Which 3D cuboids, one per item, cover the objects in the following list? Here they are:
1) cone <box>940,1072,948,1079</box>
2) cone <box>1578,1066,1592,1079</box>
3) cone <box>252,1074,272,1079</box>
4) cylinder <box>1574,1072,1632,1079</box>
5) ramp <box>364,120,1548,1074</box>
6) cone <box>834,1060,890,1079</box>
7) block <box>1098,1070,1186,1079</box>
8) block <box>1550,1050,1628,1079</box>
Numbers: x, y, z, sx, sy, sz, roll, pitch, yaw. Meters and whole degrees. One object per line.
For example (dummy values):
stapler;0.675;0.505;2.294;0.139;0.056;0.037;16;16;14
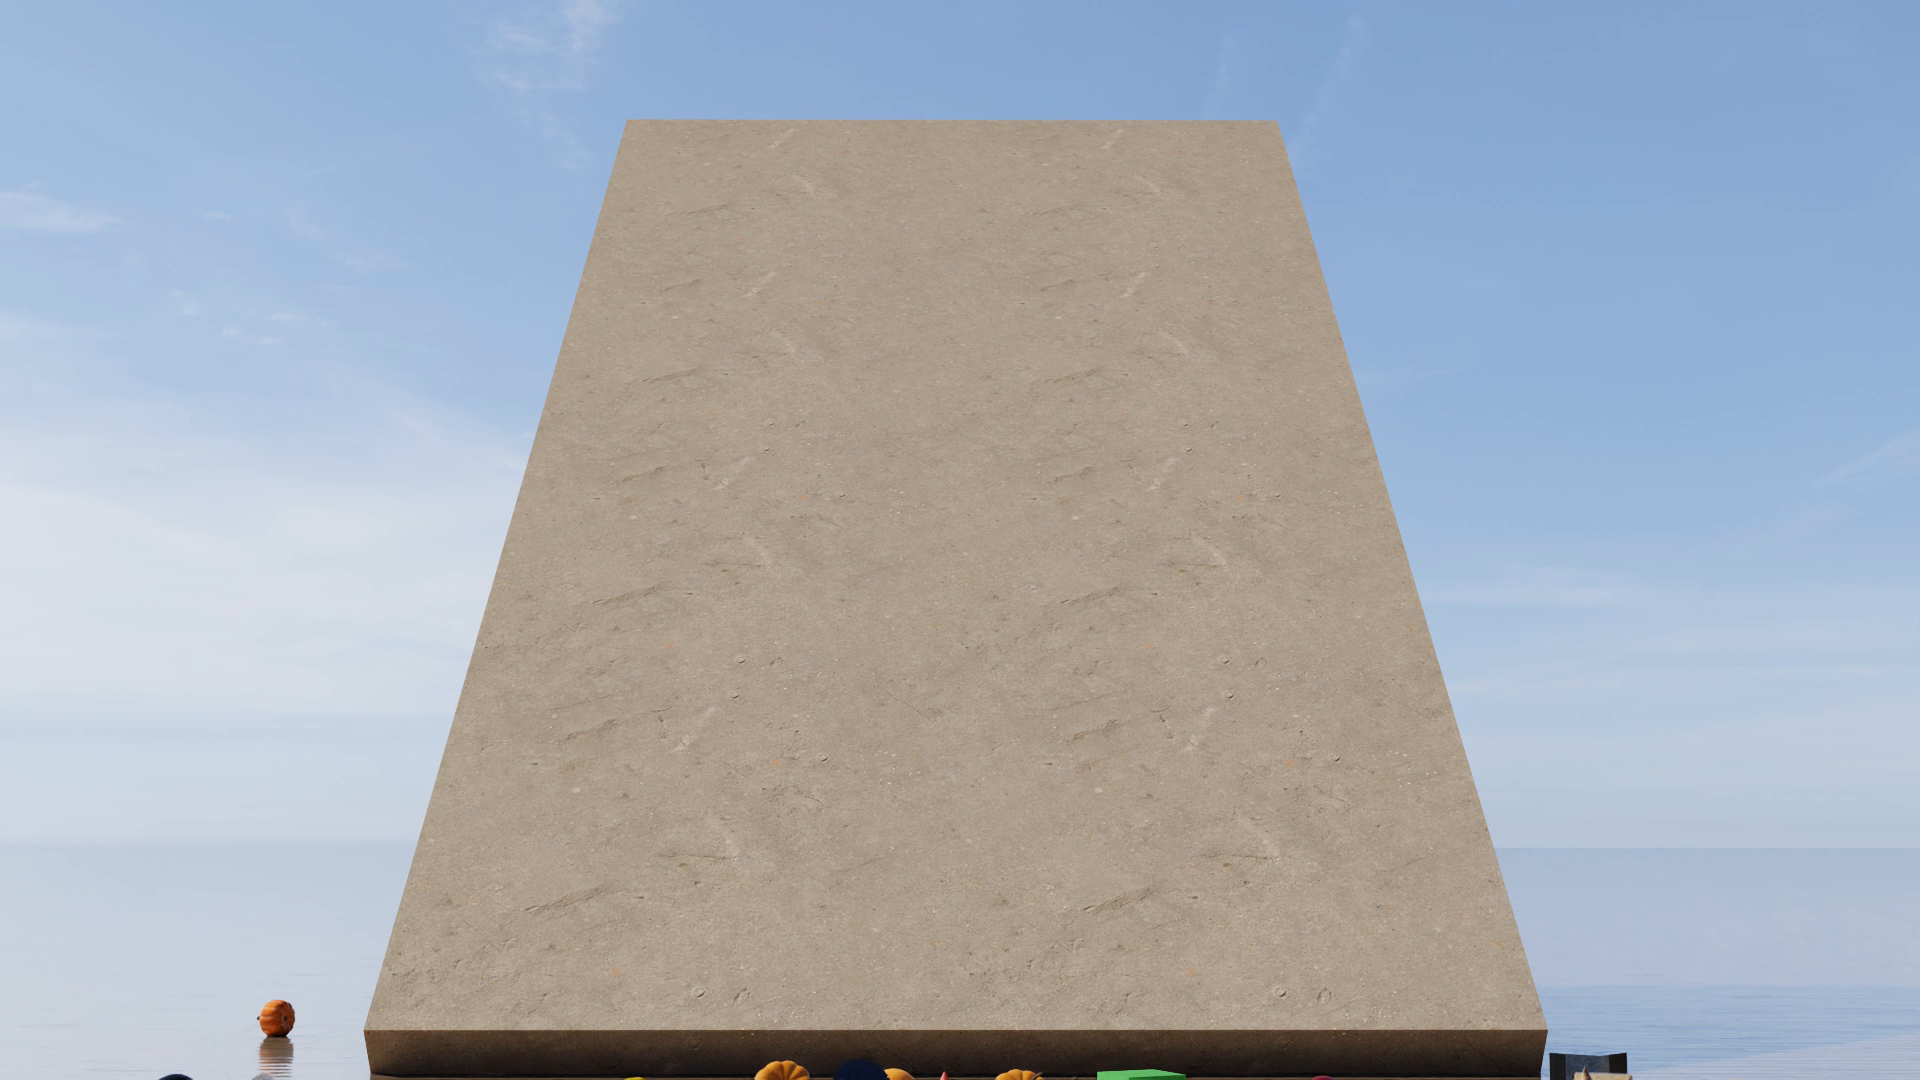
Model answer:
cone;-0.020;0.750;3.243;0.091;0.091;0.091;0;-7;0
cone;0.852;0.761;3.327;0.090;0.090;0.090;0;-7;0
cone;-1.033;0.835;3.660;0.055;0.055;0.055;-4;-35;28
cylinder;0.892;0.777;3.387;0.074;0.074;0.074;-2;-7;19
ramp;-0.015;-0.190;5.850;2.000;0.100;4.000;0;32;0
cone;-0.157;0.804;3.486;0.097;0.097;0.097;4;-35;-30
block;0.242;0.754;3.256;0.087;0.087;0.087;3;-8;-25
block;0.932;0.802;3.626;0.082;0.082;0.082;-6;-10;43
